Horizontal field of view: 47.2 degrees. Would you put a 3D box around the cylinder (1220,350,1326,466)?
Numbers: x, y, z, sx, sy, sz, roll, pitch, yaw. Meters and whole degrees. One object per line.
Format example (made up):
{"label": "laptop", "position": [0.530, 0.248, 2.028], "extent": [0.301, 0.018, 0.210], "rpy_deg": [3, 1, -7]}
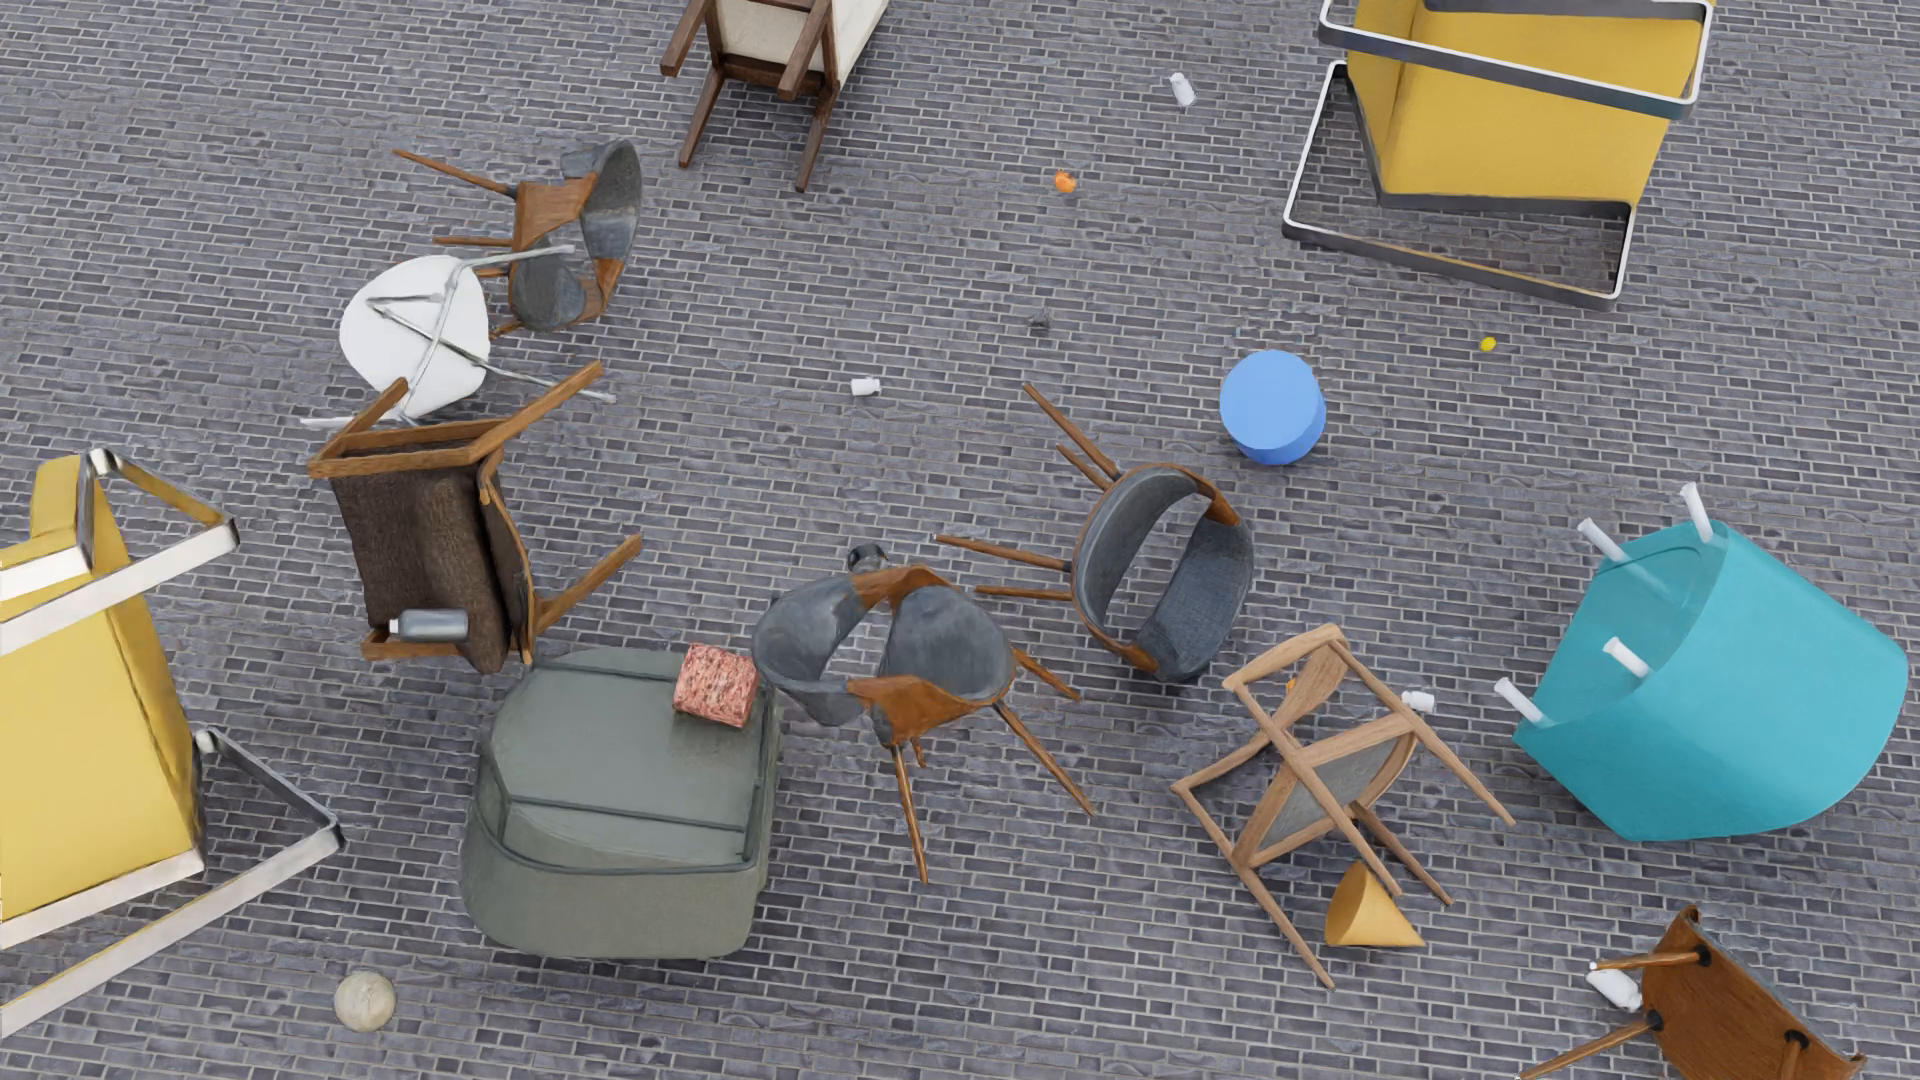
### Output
{"label": "cylinder", "position": [0.951, -0.401, 6.678], "extent": [0.298, 0.157, 0.318], "rpy_deg": [3, 75, 19]}

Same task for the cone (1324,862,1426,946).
{"label": "cone", "position": [1.131, 1.021, 5.833], "extent": [0.256, 0.199, 0.256], "rpy_deg": [28, 47, -7]}

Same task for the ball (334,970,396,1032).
{"label": "ball", "position": [-1.366, 1.059, 5.048], "extent": [0.137, 0.137, 0.137], "rpy_deg": [0, 56, 0]}

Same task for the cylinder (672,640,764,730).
{"label": "cylinder", "position": [-0.631, 0.379, 5.727], "extent": [0.185, 0.172, 0.181], "rpy_deg": [22, 62, -1]}

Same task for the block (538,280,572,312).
{"label": "block", "position": [-1.299, -0.782, 7.048], "extent": [0.094, 0.048, 0.066], "rpy_deg": [9, 54, -24]}
